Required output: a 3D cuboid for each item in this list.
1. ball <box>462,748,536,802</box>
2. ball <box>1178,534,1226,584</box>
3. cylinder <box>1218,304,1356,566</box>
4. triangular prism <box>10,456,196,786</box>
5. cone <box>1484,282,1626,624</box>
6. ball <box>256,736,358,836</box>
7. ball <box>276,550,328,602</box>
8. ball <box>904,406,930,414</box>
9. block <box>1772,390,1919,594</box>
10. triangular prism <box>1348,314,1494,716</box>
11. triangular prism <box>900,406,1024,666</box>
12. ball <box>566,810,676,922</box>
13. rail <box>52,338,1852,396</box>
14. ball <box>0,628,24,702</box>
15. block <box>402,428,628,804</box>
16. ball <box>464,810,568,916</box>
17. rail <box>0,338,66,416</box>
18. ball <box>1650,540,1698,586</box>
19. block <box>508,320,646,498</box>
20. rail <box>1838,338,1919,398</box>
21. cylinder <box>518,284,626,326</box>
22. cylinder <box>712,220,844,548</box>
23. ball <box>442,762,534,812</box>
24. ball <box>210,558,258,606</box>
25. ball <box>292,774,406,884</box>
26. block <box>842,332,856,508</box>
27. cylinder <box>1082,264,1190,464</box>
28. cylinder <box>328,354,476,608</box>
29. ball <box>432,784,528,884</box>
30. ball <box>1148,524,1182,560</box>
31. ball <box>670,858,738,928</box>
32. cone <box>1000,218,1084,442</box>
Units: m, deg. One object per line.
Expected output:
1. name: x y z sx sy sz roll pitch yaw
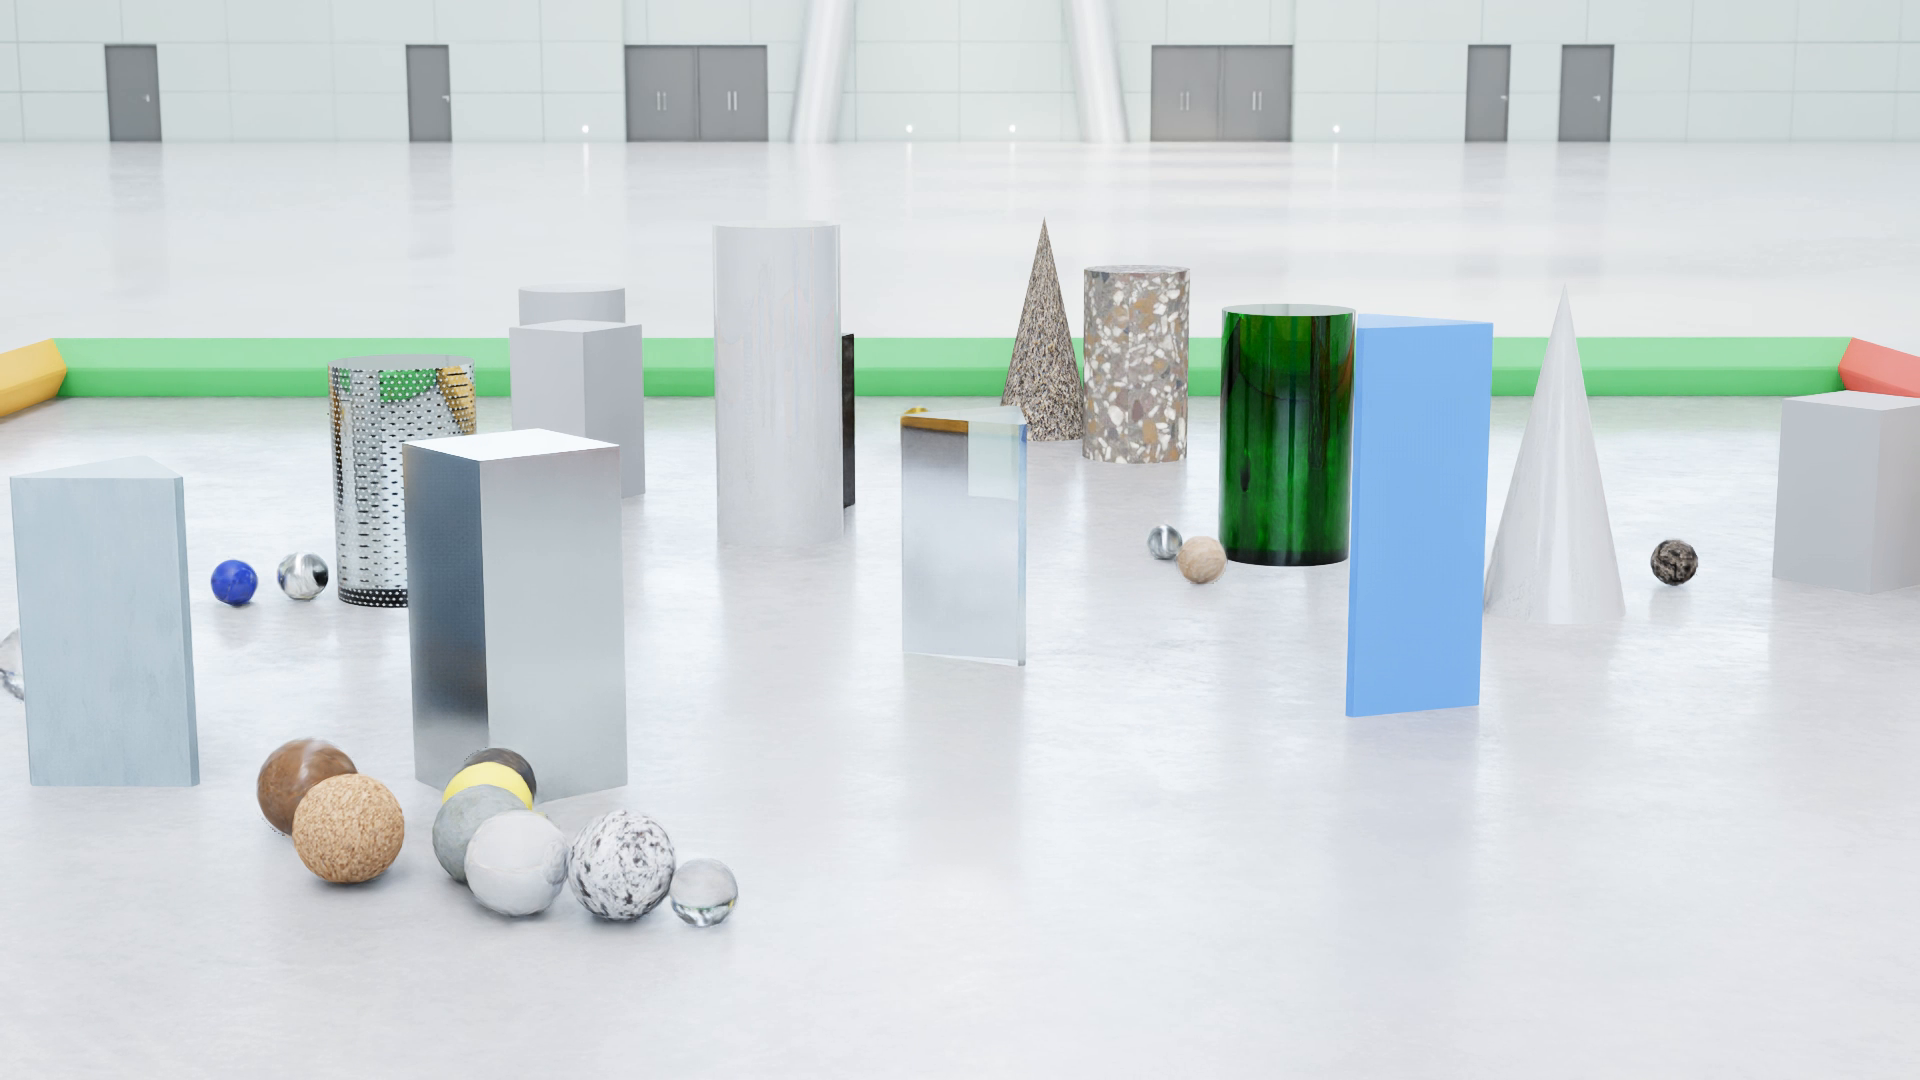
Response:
1. ball: -0.449 0.239 2.486 0.075 0.075 0.075 0 10 0
2. ball: 0.343 0.027 3.647 0.069 0.069 0.069 0 10 0
3. cylinder: 0.487 -0.160 3.835 0.198 0.369 0.198 0 10 0
4. triangular prism: -0.866 0.081 2.672 0.171 0.320 0.148 0 10 1
5. cone: 0.803 -0.126 3.443 0.198 0.444 0.198 0 10 0
6. ball: -0.621 0.236 2.446 0.096 0.096 0.096 0 10 0
7. ball: -0.904 0.049 3.529 0.071 0.071 0.071 0 10 0
8. ball: -0.082 -0.226 5.013 0.070 0.070 0.070 0 10 0
9. block: 1.280 -0.071 3.657 0.158 0.259 0.158 -8 13 -37
10. triangular prism: 0.494 -0.035 2.961 0.171 0.441 0.148 -4 11 -20
11. triangular prism: 0.037 -0.012 3.227 0.171 0.299 0.148 6 12 28
12. ball: -0.292 0.280 2.211 0.095 0.095 0.095 0 10 0
13. rail: -0.013 -0.382 5.691 4.005 0.128 0.045 0 10 0
14. ball: -1.064 0.142 2.962 0.093 0.093 0.093 0 10 0
15. block: -0.451 0.076 2.607 0.158 0.352 0.158 -9 14 -39
16. ball: -0.384 0.280 2.225 0.091 0.091 0.091 0 10 0
17. rail: -1.979 0.035 3.438 0.045 0.128 4.608 0 10 0
18. ball: 1.012 0.031 3.636 0.065 0.065 0.065 0 10 0
19. block: -0.650 -0.219 4.366 0.158 0.292 0.158 6 12 30
20. rail: 1.979 0.031 3.460 0.045 0.128 4.608 0 10 0
21. cylinder: -0.726 -0.317 4.828 0.198 0.316 0.198 0 10 0
22. cylinder: -0.282 -0.246 3.980 0.198 0.486 0.198 0 10 0
23. ball: -0.442 0.251 2.400 0.085 0.085 0.085 0 10 0
24. ball: -0.991 0.057 3.501 0.064 0.064 0.064 0 10 0
25. ball: -0.550 0.260 2.310 0.099 0.099 0.099 0 10 0
26. block: -0.276 -0.194 4.243 0.158 0.288 0.158 4 11 19
27. cylinder: 0.330 -0.332 4.815 0.198 0.352 0.198 0 10 0
28. cylinder: -0.768 -0.085 3.554 0.198 0.325 0.198 0 10 0
29. ball: -0.428 0.265 2.304 0.091 0.091 0.091 0 10 0
30. ball: 0.305 0.003 3.822 0.053 0.053 0.053 0 10 0
31. ball: -0.219 0.301 2.195 0.059 0.059 0.059 0 10 0
32. cone: 0.166 -0.425 5.089 0.198 0.434 0.198 0 10 0
